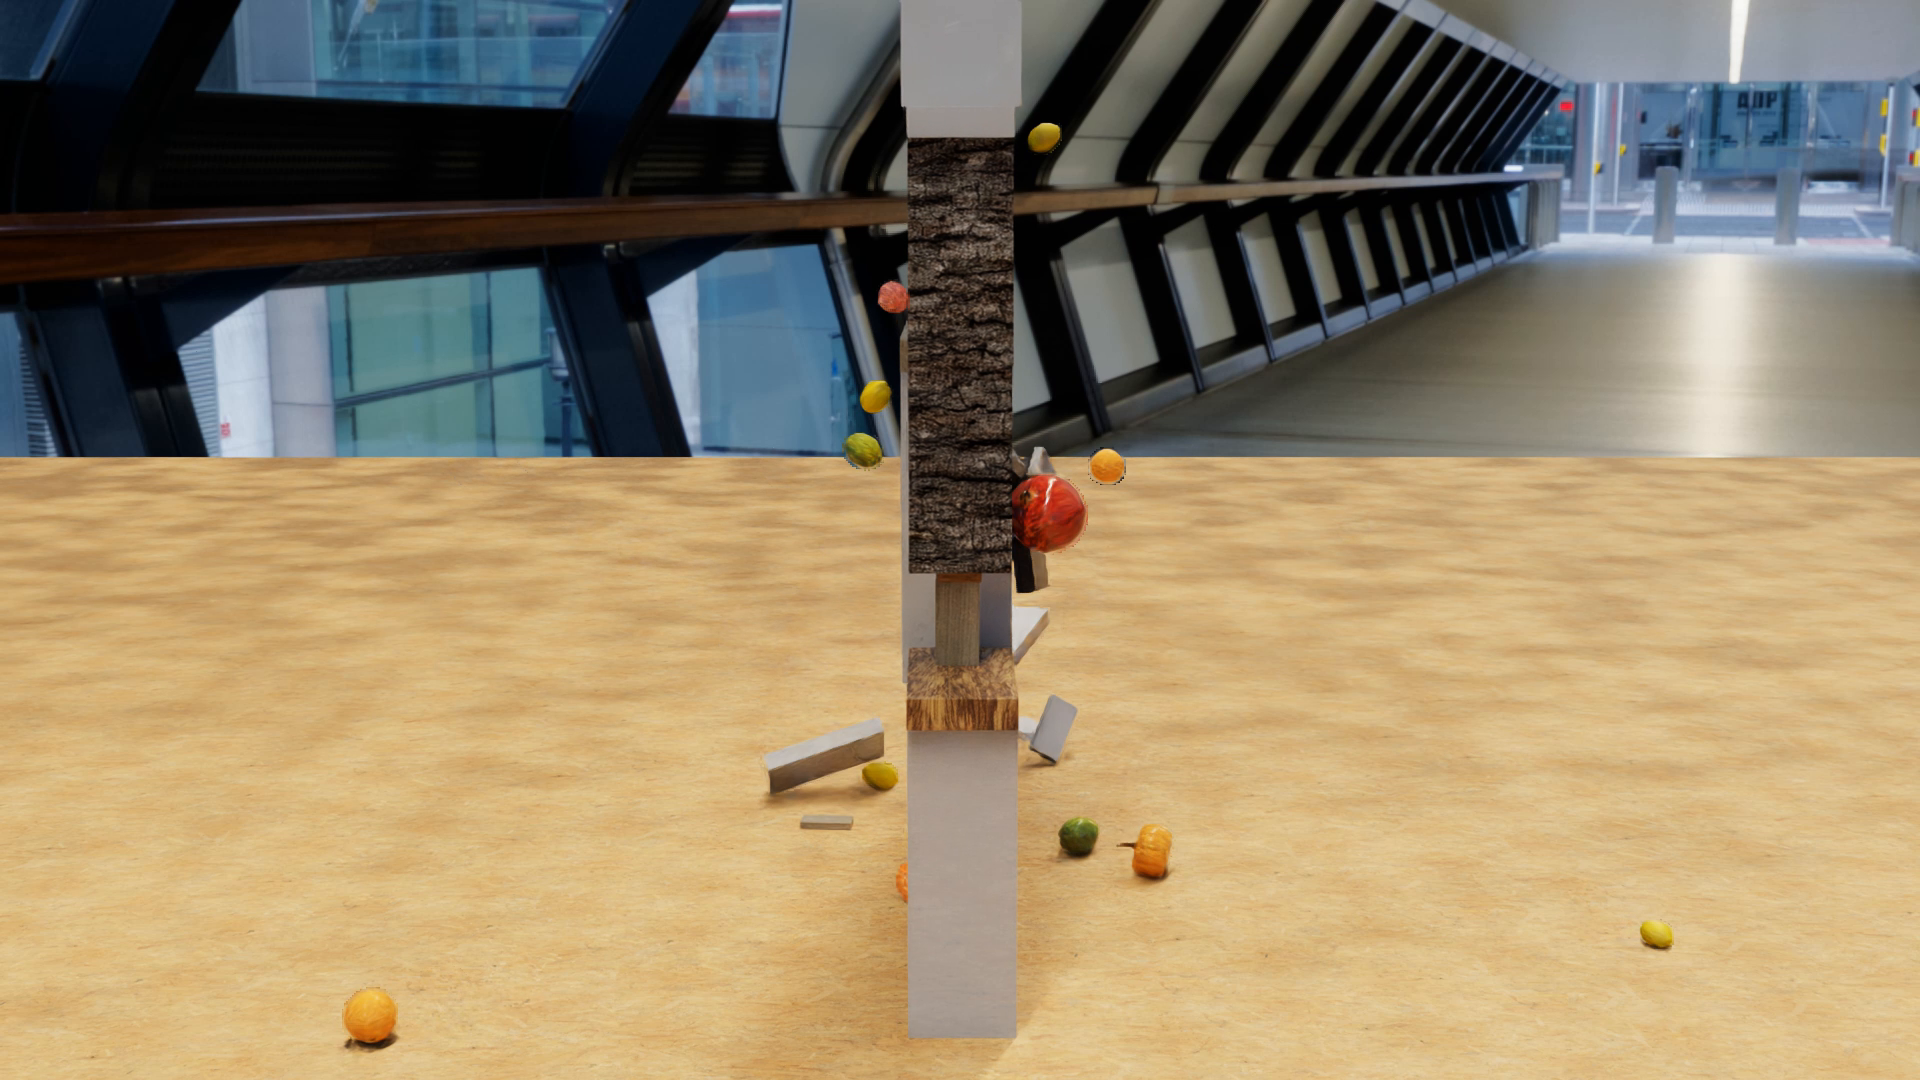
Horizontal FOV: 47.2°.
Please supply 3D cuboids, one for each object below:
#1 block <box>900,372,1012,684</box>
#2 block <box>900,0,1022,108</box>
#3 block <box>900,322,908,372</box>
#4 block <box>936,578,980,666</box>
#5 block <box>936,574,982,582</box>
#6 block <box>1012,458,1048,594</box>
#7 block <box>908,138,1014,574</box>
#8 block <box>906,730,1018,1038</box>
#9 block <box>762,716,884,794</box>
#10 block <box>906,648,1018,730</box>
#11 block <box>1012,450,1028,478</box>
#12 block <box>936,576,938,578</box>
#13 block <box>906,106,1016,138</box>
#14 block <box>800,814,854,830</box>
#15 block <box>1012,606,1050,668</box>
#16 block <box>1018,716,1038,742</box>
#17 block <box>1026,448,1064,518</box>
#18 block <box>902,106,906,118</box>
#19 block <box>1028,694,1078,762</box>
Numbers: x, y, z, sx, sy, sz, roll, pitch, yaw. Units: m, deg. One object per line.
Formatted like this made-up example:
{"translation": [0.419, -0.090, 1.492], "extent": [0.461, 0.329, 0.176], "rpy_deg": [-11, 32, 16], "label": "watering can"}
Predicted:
{"translation": [-0.005, -0.021, 3.293], "extent": [0.165, 0.474, 0.047], "rpy_deg": [0, 11, 1], "label": "block"}
{"translation": [0.001, -0.771, 3.050], "extent": [0.167, 0.334, 0.047], "rpy_deg": [0, 11, -2], "label": "block"}
{"translation": [-0.004, -0.297, 3.352], "extent": [0.165, 0.047, 0.329], "rpy_deg": [0, 10, 0], "label": "block"}
{"translation": [-0.003, 0.117, 3.154], "extent": [0.063, 0.125, 0.018], "rpy_deg": [1, 11, 4], "label": "block"}
{"translation": [-0.002, 0.040, 3.178], "extent": [0.063, 0.018, 0.125], "rpy_deg": [0, 11, -2], "label": "block"}
{"translation": [0.114, -0.027, 3.862], "extent": [0.033, 0.232, 0.116], "rpy_deg": [-7, 1, 14], "label": "block"}
{"translation": [0.001, -0.253, 3.057], "extent": [0.145, 0.603, 0.041], "rpy_deg": [0, 11, -1], "label": "block"}
{"translation": [0.003, 0.472, 3.065], "extent": [0.152, 0.453, 0.043], "rpy_deg": [0, 10, 0], "label": "block"}
{"translation": [-0.258, 0.412, 4.197], "extent": [0.232, 0.033, 0.116], "rpy_deg": [-18, -28, -12], "label": "block"}
{"translation": [0.002, 0.209, 3.121], "extent": [0.152, 0.043, 0.304], "rpy_deg": [0, 11, -1], "label": "block"}
{"translation": [0.074, -0.144, 3.642], "extent": [0.062, 0.018, 0.124], "rpy_deg": [41, 7, -17], "label": "block"}
{"translation": [-0.004, 0.103, 3.232], "extent": [0.063, 0.125, 0.018], "rpy_deg": [0, 11, 0], "label": "block"}
{"translation": [-0.001, -0.587, 3.090], "extent": [0.145, 0.041, 0.290], "rpy_deg": [0, 11, -1], "label": "block"}
{"translation": [-0.244, 0.517, 4.026], "extent": [0.093, 0.013, 0.046], "rpy_deg": [1, 11, 4], "label": "block"}
{"translation": [0.069, 0.205, 4.269], "extent": [0.116, 0.033, 0.307], "rpy_deg": [4, 23, 21], "label": "block"}
{"translation": [0.139, 0.399, 4.650], "extent": [0.062, 0.017, 0.123], "rpy_deg": [-4, 11, -22], "label": "block"}
{"translation": [0.152, -0.101, 3.904], "extent": [0.018, 0.124, 0.062], "rpy_deg": [1, 52, 24], "label": "block"}
{"translation": [-0.002, -0.805, 3.274], "extent": [0.167, 0.349, 0.047], "rpy_deg": [0, 11, 1], "label": "block"}
{"translation": [0.189, 0.381, 4.440], "extent": [0.062, 0.123, 0.017], "rpy_deg": [30, -27, -12], "label": "block"}
